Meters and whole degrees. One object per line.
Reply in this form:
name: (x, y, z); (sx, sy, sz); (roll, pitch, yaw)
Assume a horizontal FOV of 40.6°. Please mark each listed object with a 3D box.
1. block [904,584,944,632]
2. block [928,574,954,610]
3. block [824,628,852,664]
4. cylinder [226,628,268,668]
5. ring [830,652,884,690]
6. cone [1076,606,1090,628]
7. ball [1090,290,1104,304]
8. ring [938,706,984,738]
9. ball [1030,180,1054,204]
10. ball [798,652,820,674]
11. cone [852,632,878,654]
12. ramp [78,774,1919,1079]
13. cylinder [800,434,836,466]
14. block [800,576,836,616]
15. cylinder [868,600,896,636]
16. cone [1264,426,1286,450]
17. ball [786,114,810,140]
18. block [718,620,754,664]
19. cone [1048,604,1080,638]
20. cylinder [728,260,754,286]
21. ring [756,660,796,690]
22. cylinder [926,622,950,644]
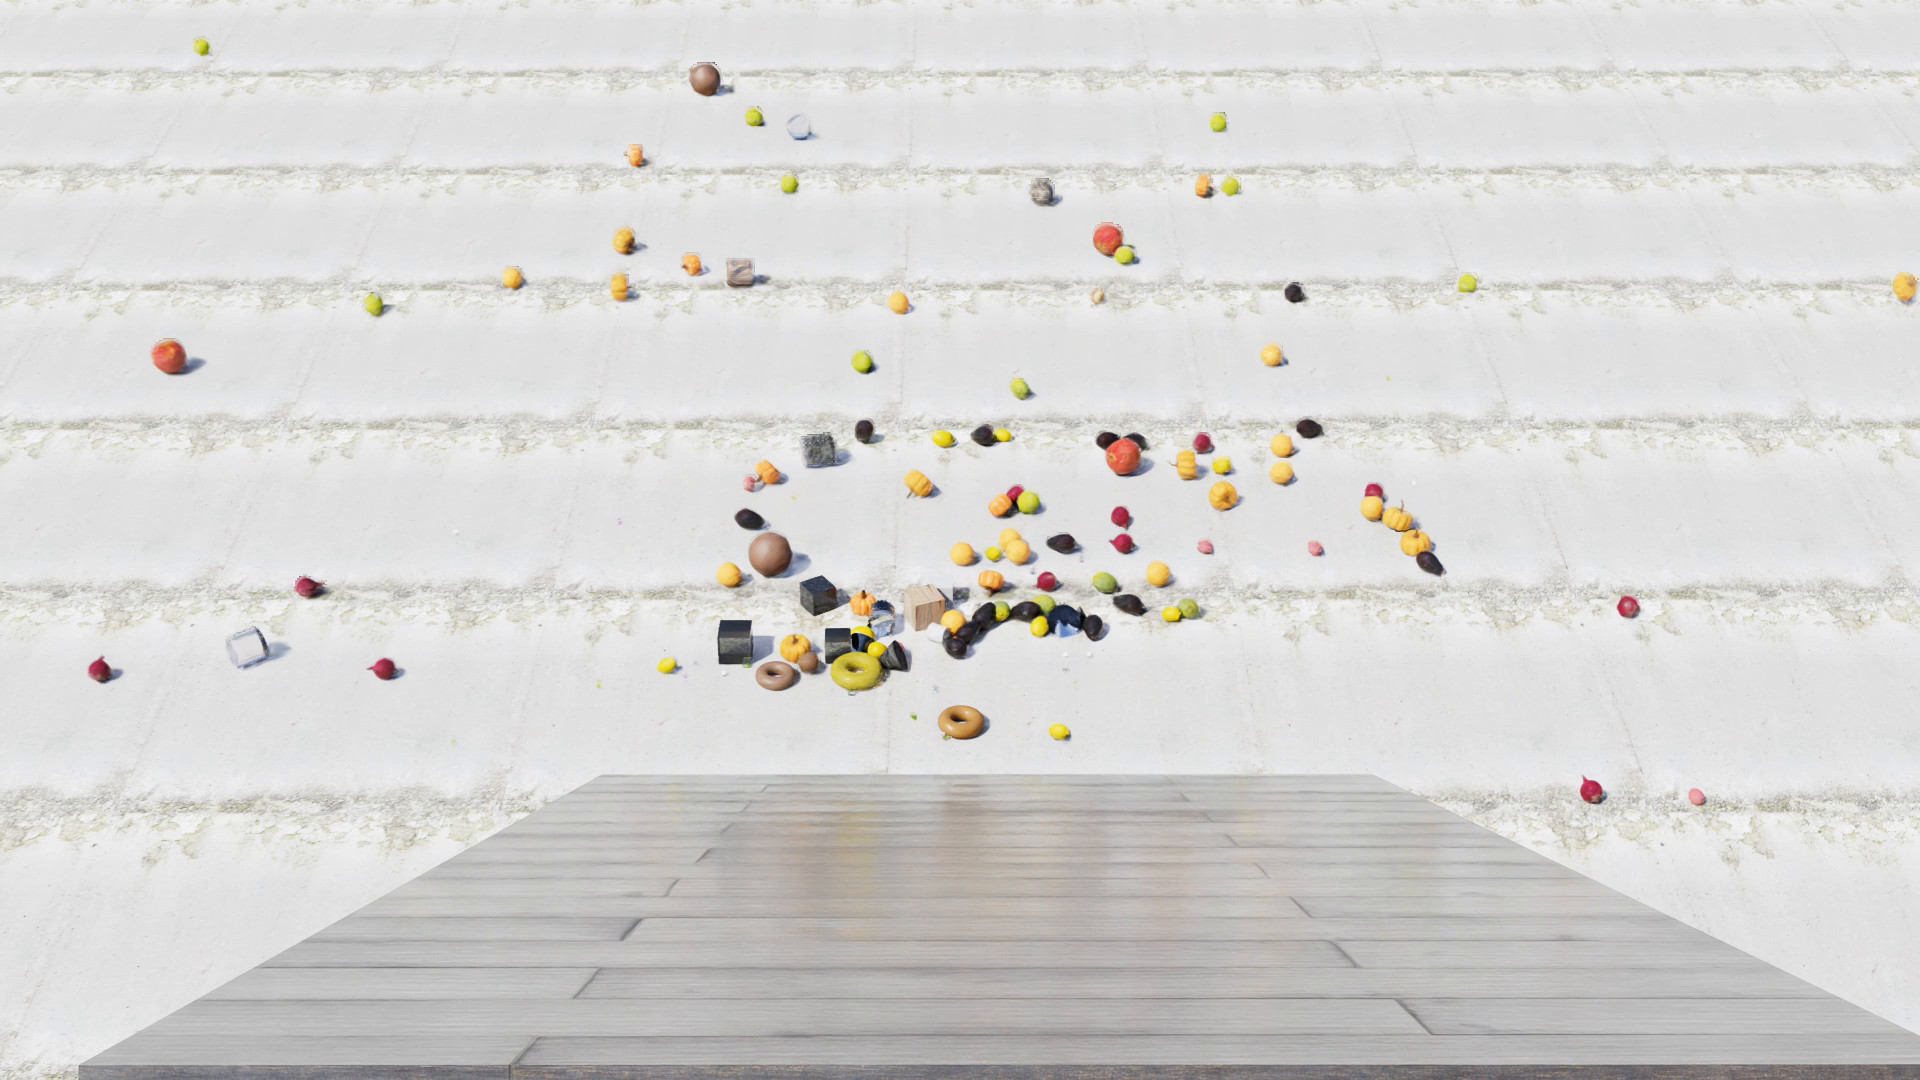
block: (-0.103, 0.194, 7.454); (0.090, 0.090, 0.090); (-13, 34, -20)
block: (-0.057, 0.150, 7.540); (0.074, 0.074, 0.074); (1, 32, 2)
block: (-0.344, 0.298, 7.306); (0.073, 0.073, 0.073); (-1, 32, -1)
cylinder: (-2.003, 0.304, 7.284); (0.088, 0.088, 0.088); (-22, 38, -31)
ring: (-0.288, 0.365, 7.223); (0.148, 0.049, 0.148); (0, 33, 0)
cone: (0.345, 0.213, 7.452); (0.061, 0.061, 0.061); (0, 32, 0)
ball: (0.486, -0.859, 9.163); (0.052, 0.052, 0.052); (0, 32, 0)
ring: (0.003, 0.493, 7.026); (0.128, 0.043, 0.128); (1, 31, -1)
ball: (0.310, -1.321, 9.858); (0.093, 0.093, 0.093); (0, 32, 0)
ball: (-0.422, 0.345, 7.246); (0.058, 0.058, 0.058); (0, 32, 0)
cone: (-0.284, 0.316, 7.312); (0.080, 0.080, 0.080); (12, 61, 19)
ramp: (0.072, 0.630, 4.726); (2.000, 0.100, 4.000); (0, -1, 0)
cylinder: (-0.450, -0.282, 8.209); (0.092, 0.092, 0.092); (-8, 33, -12)
block: (-0.412, 0.162, 7.519); (0.077, 0.077, 0.077); (-19, 37, -28)
cylinder: (-0.225, 0.225, 7.420); (0.076, 0.076, 0.076); (1, 32, 2)
cone: (1.026, -0.314, 8.316); (0.072, 0.072, 0.072); (-18, 63, -26)
ball: (-0.646, -1.655, 10.382); (0.098, 0.098, 0.098); (0, 32, 0)
block: (-0.633, 0.288, 7.305); (0.091, 0.091, 0.091); (0, 32, 1)
cone: (0.286, 0.227, 7.447); (0.095, 0.095, 0.095); (-7, 6, -11)
cylinder: (-0.787, -0.956, 9.280); (0.090, 0.090, 0.090); (0, 32, -3)
ring: (-0.514, 0.377, 7.215); (0.113, 0.038, 0.113); (1, 33, 0)
cylinder: (-0.061, 0.265, 7.379); (0.051, 0.051, 0.051); (22, 38, 23)
